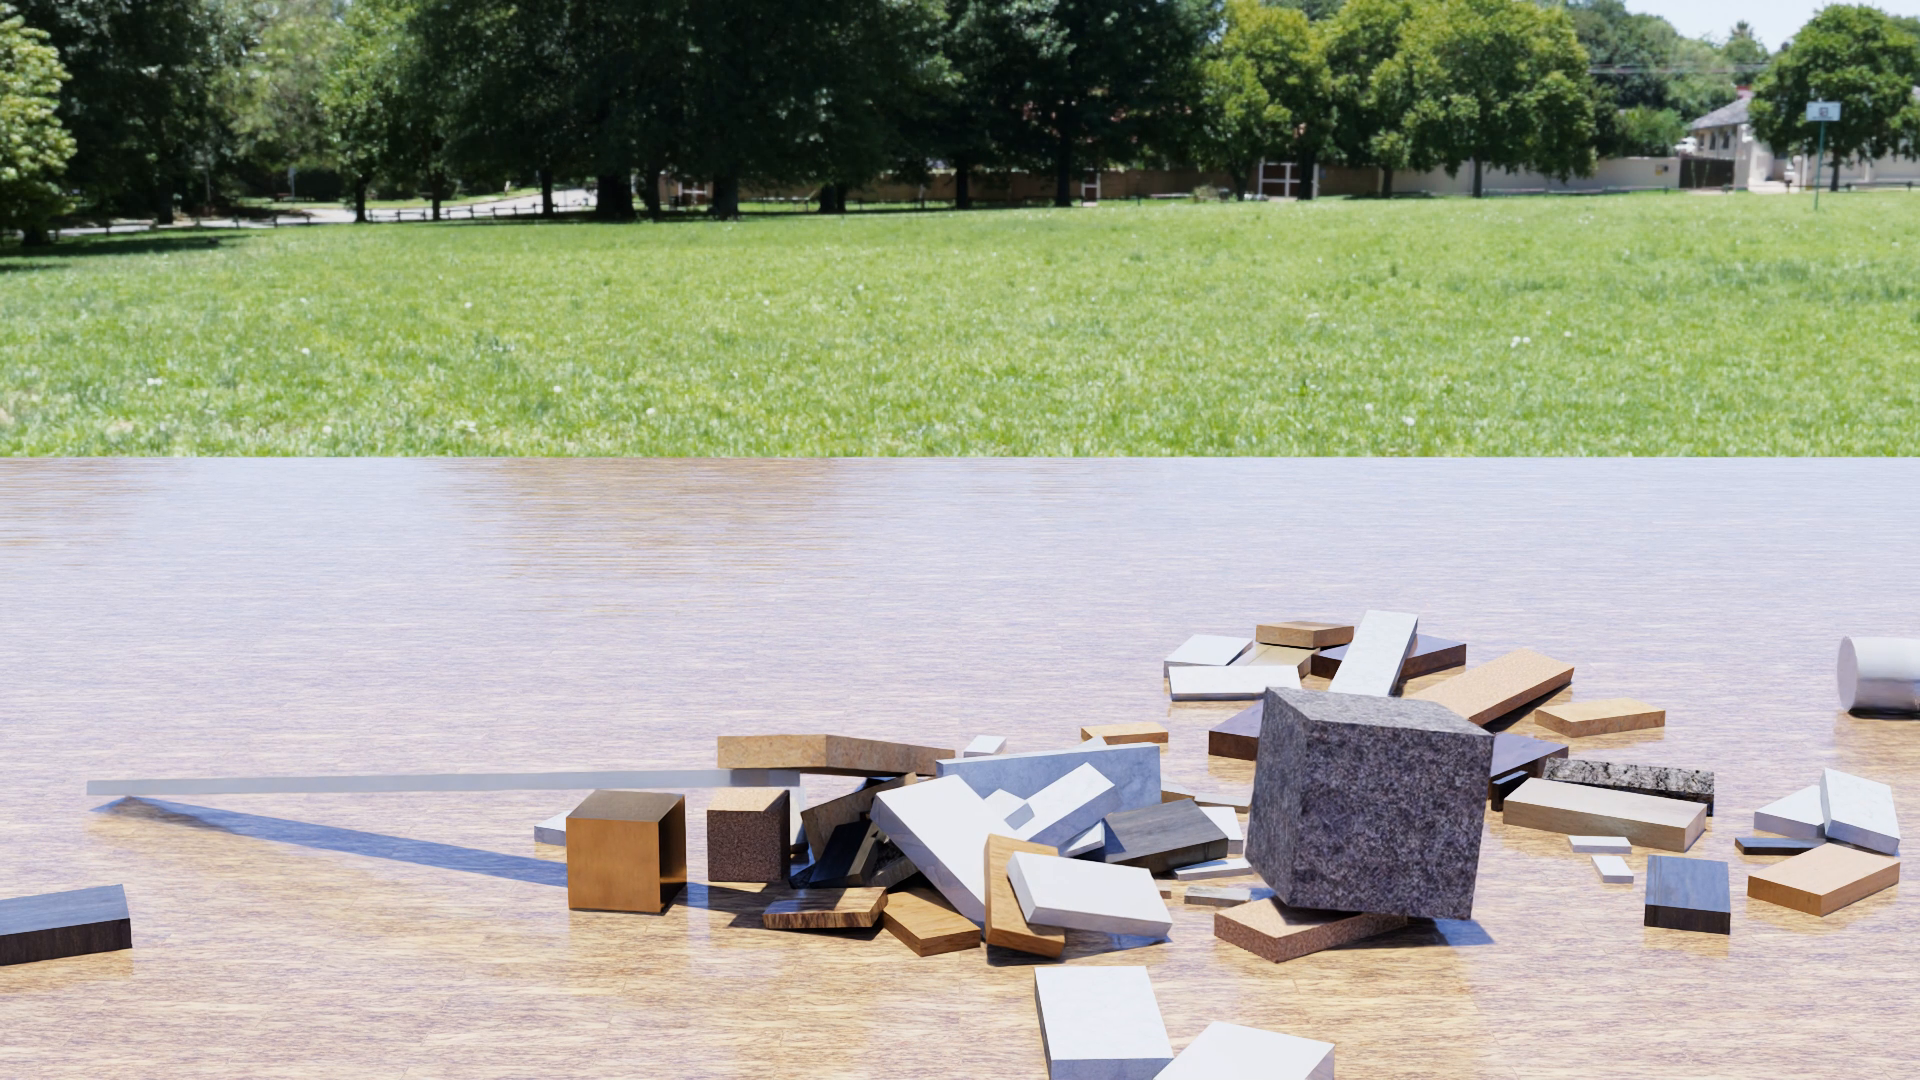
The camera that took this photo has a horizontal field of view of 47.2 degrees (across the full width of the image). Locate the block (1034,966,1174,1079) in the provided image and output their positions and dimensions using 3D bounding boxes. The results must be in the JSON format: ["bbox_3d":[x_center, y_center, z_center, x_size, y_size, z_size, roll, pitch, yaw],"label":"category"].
[{"bbox_3d":[0.196,0.678,3.069,0.163,0.046,0.326,0,11,-2],"label":"block"}]

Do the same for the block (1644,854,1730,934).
[{"bbox_3d":[1.196,0.581,3.618,0.130,0.037,0.259,3,11,18],"label":"block"}]

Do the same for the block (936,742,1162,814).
[{"bbox_3d":[0.161,0.459,3.914,0.405,0.163,0.046,-3,3,-17],"label":"block"}]

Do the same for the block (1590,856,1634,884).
[{"bbox_3d":[1.117,0.564,3.767,0.050,0.014,0.101,1,11,4],"label":"block"}]

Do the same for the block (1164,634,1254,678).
[{"bbox_3d":[0.592,0.280,5.226,0.145,0.041,0.290,4,11,20],"label":"block"}]

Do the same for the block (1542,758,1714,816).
[{"bbox_3d":[1.274,0.470,4.196,0.310,0.044,0.155,4,11,19],"label":"block"}]

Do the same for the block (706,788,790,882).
[{"bbox_3d":[-0.362,0.506,3.779,0.125,0.125,0.125,1,11,3],"label":"block"}]

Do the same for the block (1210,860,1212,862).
[{"bbox_3d":[0.383,0.556,3.815,0.096,0.014,0.048,-3,11,-16],"label":"block"}]

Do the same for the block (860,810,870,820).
[{"bbox_3d":[-0.065,0.511,3.794,0.214,0.107,0.030,-5,4,-24],"label":"block"}]

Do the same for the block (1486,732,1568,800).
[{"bbox_3d":[1.053,0.443,4.339,0.155,0.044,0.310,10,14,43],"label":"block"}]

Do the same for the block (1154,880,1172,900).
[{"bbox_3d":[0.300,0.582,3.672,0.104,0.015,0.052,1,11,5],"label":"block"}]

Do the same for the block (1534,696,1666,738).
[{"bbox_3d":[1.370,0.379,4.709,0.246,0.035,0.123,-4,11,-22],"label":"block"}]

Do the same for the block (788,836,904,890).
[{"bbox_3d":[-0.187,0.543,3.664,0.181,0.026,0.090,-28,21,-24],"label":"block"}]

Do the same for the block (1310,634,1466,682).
[{"bbox_3d":[1.014,0.281,5.194,0.358,0.051,0.179,-9,14,-41],"label":"block"}]

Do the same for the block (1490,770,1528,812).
[{"bbox_3d":[1.037,0.474,4.149,0.015,0.054,0.107,10,14,42],"label":"block"}]

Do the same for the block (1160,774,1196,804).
[{"bbox_3d":[0.341,0.458,4.106,0.187,0.027,0.094,14,12,-37],"label":"block"}]

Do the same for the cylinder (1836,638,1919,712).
[{"bbox_3d":[2.025,0.297,4.814,0.159,0.159,0.159,1,11,6],"label":"cylinder"}]

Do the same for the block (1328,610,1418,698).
[{"bbox_3d":[0.852,0.331,4.692,0.123,0.035,1.506,6,12,15],"label":"block"}]

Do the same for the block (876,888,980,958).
[{"bbox_3d":[-0.059,0.607,3.497,0.103,0.029,0.206,-5,12,-25],"label":"block"}]

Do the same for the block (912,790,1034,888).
[{"bbox_3d":[0.014,0.508,3.749,0.214,0.030,0.107,-34,19,-19],"label":"block"}]

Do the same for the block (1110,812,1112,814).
[{"bbox_3d":[0.188,0.522,3.852,0.187,0.027,0.094,-3,38,-16],"label":"block"}]

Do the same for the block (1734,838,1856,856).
[{"bbox_3d":[1.474,0.542,3.885,0.191,0.015,0.054,0,11,3],"label":"block"}]

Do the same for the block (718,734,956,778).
[{"bbox_3d":[-0.197,0.386,3.890,0.179,0.051,0.872,-2,-7,13],"label":"block"}]

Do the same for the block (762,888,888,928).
[{"bbox_3d":[-0.215,0.589,3.518,0.181,0.026,0.090,-4,15,17],"label":"block"}]

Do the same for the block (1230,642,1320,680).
[{"bbox_3d":[0.734,0.295,5.147,0.145,0.041,0.290,5,11,23],"label":"block"}]

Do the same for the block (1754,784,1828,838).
[{"bbox_3d":[1.573,0.503,4.048,0.236,0.033,0.118,-10,15,-43],"label":"block"}]

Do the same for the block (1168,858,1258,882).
[{"bbox_3d":[0.508,0.561,3.788,0.301,0.014,0.048,-3,11,-15],"label":"block"}]

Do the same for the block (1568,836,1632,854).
[{"bbox_3d":[1.133,0.540,3.897,0.101,0.014,0.050,1,11,5],"label":"block"}]

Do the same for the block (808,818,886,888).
[{"bbox_3d":[-0.182,0.522,3.638,0.090,0.026,0.181,-13,20,17],"label":"block"}]

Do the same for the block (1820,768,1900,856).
[{"bbox_3d":[1.625,0.488,3.976,0.118,0.033,0.236,16,21,13],"label":"block"}]

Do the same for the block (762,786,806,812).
[{"bbox_3d":[-0.340,0.503,4.050,0.116,0.033,0.231,-1,11,-5],"label":"block"}]

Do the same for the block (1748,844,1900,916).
[{"bbox_3d":[1.449,0.568,3.687,0.259,0.037,0.130,-9,14,-40],"label":"block"}]

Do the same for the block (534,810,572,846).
[{"bbox_3d":[-0.647,0.525,3.938,0.206,0.029,0.103,5,12,25],"label":"block"}]

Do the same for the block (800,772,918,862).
[{"bbox_3d":[-0.160,0.496,3.843,0.033,0.118,0.274,-21,-5,39],"label":"block"}]

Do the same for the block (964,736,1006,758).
[{"bbox_3d":[0.052,0.426,4.504,0.061,0.017,0.122,3,11,14],"label":"block"}]

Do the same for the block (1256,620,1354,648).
[{"bbox_3d":[0.844,0.229,5.371,0.145,0.041,0.290,5,3,29],"label":"block"}]

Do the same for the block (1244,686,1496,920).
[{"bbox_3d":[0.652,0.419,3.545,0.294,0.294,0.294,6,6,-6],"label":"block"}]

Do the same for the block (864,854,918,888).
[{"bbox_3d":[-0.103,0.532,3.701,0.214,0.030,0.107,-27,20,-21],"label":"block"}]

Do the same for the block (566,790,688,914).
[{"bbox_3d":[-0.551,0.515,3.646,0.156,0.156,0.156,2,11,9],"label":"block"}]

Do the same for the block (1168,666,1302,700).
[{"bbox_3d":[0.617,0.321,4.943,0.291,0.023,0.082,0,42,-2],"label":"block"}]

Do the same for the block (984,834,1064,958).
[{"bbox_3d":[0.099,0.557,3.455,0.116,0.033,0.231,13,29,-8],"label":"block"}]

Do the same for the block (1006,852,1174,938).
[{"bbox_3d":[0.203,0.557,3.451,0.246,0.035,0.123,11,31,-25],"label":"block"}]

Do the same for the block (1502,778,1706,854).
[{"bbox_3d":[1.178,0.501,4.021,0.326,0.046,0.163,6,12,31],"label":"block"}]

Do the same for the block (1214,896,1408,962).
[{"bbox_3d":[0.558,0.602,3.493,0.283,0.040,0.142,-7,12,-34],"label":"block"}]

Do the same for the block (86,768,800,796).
[{"bbox_3d":[-0.949,0.428,3.862,1.460,0.029,0.103,-4,-8,24],"label":"block"}]

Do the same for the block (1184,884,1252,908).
[{"bbox_3d":[0.426,0.589,3.632,0.104,0.015,0.052,3,11,14],"label":"block"}]

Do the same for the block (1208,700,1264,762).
[{"bbox_3d":[0.674,0.393,4.592,0.179,0.051,0.358,6,12,30],"label":"block"}]

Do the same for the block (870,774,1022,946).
[{"bbox_3d":[0.023,0.516,3.580,0.172,0.049,0.345,-9,36,-39],"label":"block"}]

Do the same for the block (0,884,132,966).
[{"bbox_3d":[-1.483,0.610,3.429,0.347,0.049,0.172,-5,11,-24],"label":"block"}]

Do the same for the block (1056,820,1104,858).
[{"bbox_3d":[0.194,0.508,3.714,0.104,0.015,0.052,-22,34,20],"label":"block"}]

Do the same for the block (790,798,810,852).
[{"bbox_3d":[-0.311,0.509,3.918,0.061,0.017,0.122,-7,35,-13],"label":"block"}]

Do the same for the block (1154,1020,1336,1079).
[{"bbox_3d":[0.346,0.720,2.838,0.172,0.049,0.345,5,12,27],"label":"block"}]

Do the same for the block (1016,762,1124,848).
[{"bbox_3d":[0.129,0.489,3.753,0.284,0.040,0.142,-31,17,-9],"label":"block"}]

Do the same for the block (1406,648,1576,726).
[{"bbox_3d":[1.067,0.342,4.649,0.130,0.037,1.109,21,16,29],"label":"block"}]

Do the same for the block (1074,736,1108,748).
[{"bbox_3d":[0.180,0.441,4.203,0.116,0.033,0.241,-39,-12,31],"label":"block"}]

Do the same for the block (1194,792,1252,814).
[{"bbox_3d":[0.495,0.495,4.137,0.107,0.015,0.054,4,11,21],"label":"block"}]

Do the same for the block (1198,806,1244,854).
[{"bbox_3d":[0.454,0.522,3.962,0.094,0.027,0.187,0,11,2],"label":"block"}]

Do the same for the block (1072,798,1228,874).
[{"bbox_3d":[0.302,0.522,3.787,0.283,0.040,0.142,-9,26,-21],"label":"block"}]

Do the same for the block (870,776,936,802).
[{"bbox_3d":[-0.060,0.488,3.886,0.033,0.118,0.236,-3,6,40],"label":"block"}]

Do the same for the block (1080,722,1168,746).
[{"bbox_3d":[0.344,0.407,4.593,0.165,0.023,0.082,-3,11,-15],"label":"block"}]
